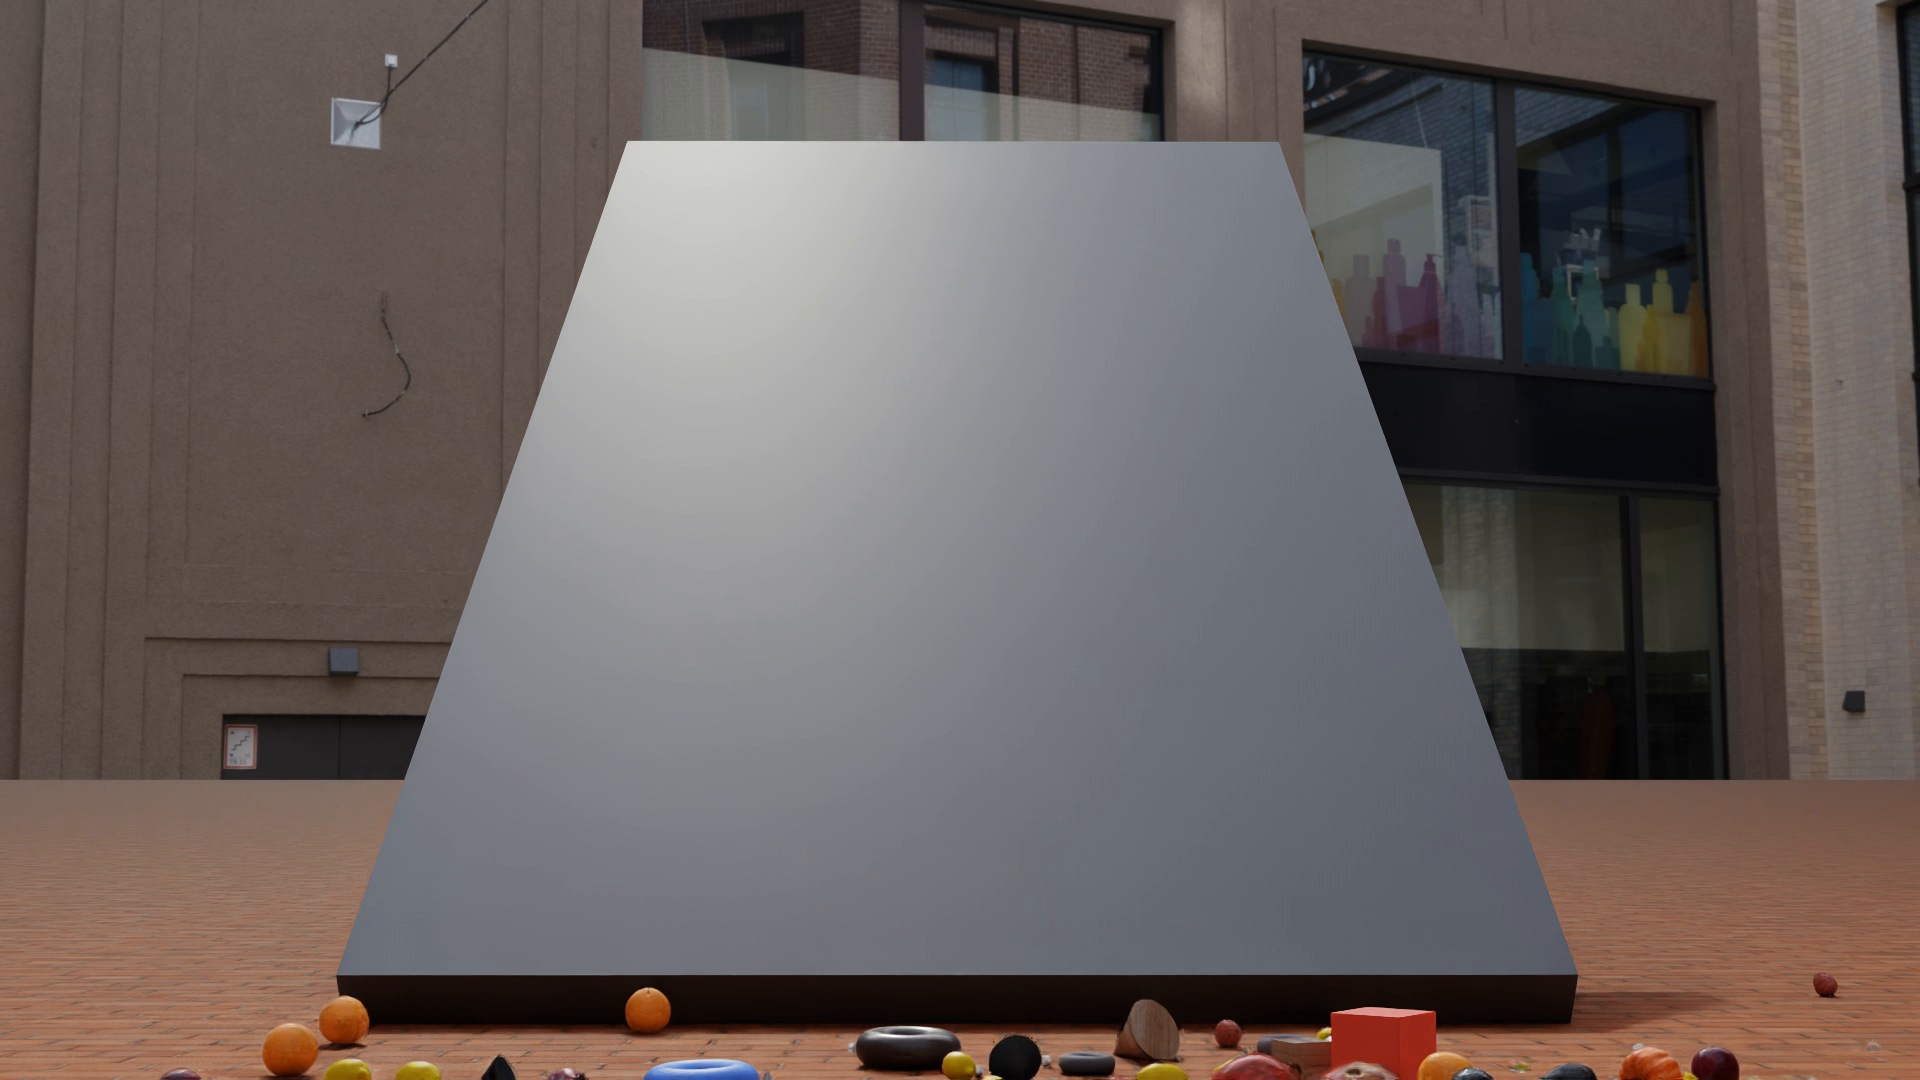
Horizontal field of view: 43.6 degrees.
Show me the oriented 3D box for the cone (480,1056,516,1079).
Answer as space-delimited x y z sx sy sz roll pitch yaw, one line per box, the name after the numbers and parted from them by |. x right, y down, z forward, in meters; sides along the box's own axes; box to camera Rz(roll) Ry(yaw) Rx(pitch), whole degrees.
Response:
-0.584 0.679 2.946 0.066 0.066 0.066 -27 -7 2 | cone

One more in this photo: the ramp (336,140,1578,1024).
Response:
-0.012 -0.218 5.637 2.000 0.100 4.000 0 29 0 | ramp

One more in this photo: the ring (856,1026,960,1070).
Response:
-0.072 0.708 3.341 0.148 0.049 0.148 1 -4 0 | ring

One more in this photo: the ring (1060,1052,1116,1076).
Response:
0.173 0.712 3.262 0.077 0.026 0.077 1 -5 0 | ring

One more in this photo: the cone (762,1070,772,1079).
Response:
-0.215 0.628 2.663 0.078 0.078 0.078 0 -6 0 | cone

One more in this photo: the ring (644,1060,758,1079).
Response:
-0.319 0.671 2.957 0.145 0.048 0.145 -1 -5 0 | ring

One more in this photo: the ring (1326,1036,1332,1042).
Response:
0.568 0.720 3.398 0.108 0.036 0.108 1 -5 0 | ring

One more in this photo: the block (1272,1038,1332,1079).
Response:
0.448 0.684 3.140 0.057 0.057 0.057 2 -6 -22 | block

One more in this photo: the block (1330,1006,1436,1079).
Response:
0.547 0.659 3.094 0.098 0.098 0.098 -4 -7 38 | block

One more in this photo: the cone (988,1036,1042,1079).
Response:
0.081 0.699 3.161 0.071 0.071 0.071 -2 -32 16 | cone

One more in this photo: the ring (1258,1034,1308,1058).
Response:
0.470 0.729 3.445 0.086 0.029 0.086 0 -4 0 | ring
